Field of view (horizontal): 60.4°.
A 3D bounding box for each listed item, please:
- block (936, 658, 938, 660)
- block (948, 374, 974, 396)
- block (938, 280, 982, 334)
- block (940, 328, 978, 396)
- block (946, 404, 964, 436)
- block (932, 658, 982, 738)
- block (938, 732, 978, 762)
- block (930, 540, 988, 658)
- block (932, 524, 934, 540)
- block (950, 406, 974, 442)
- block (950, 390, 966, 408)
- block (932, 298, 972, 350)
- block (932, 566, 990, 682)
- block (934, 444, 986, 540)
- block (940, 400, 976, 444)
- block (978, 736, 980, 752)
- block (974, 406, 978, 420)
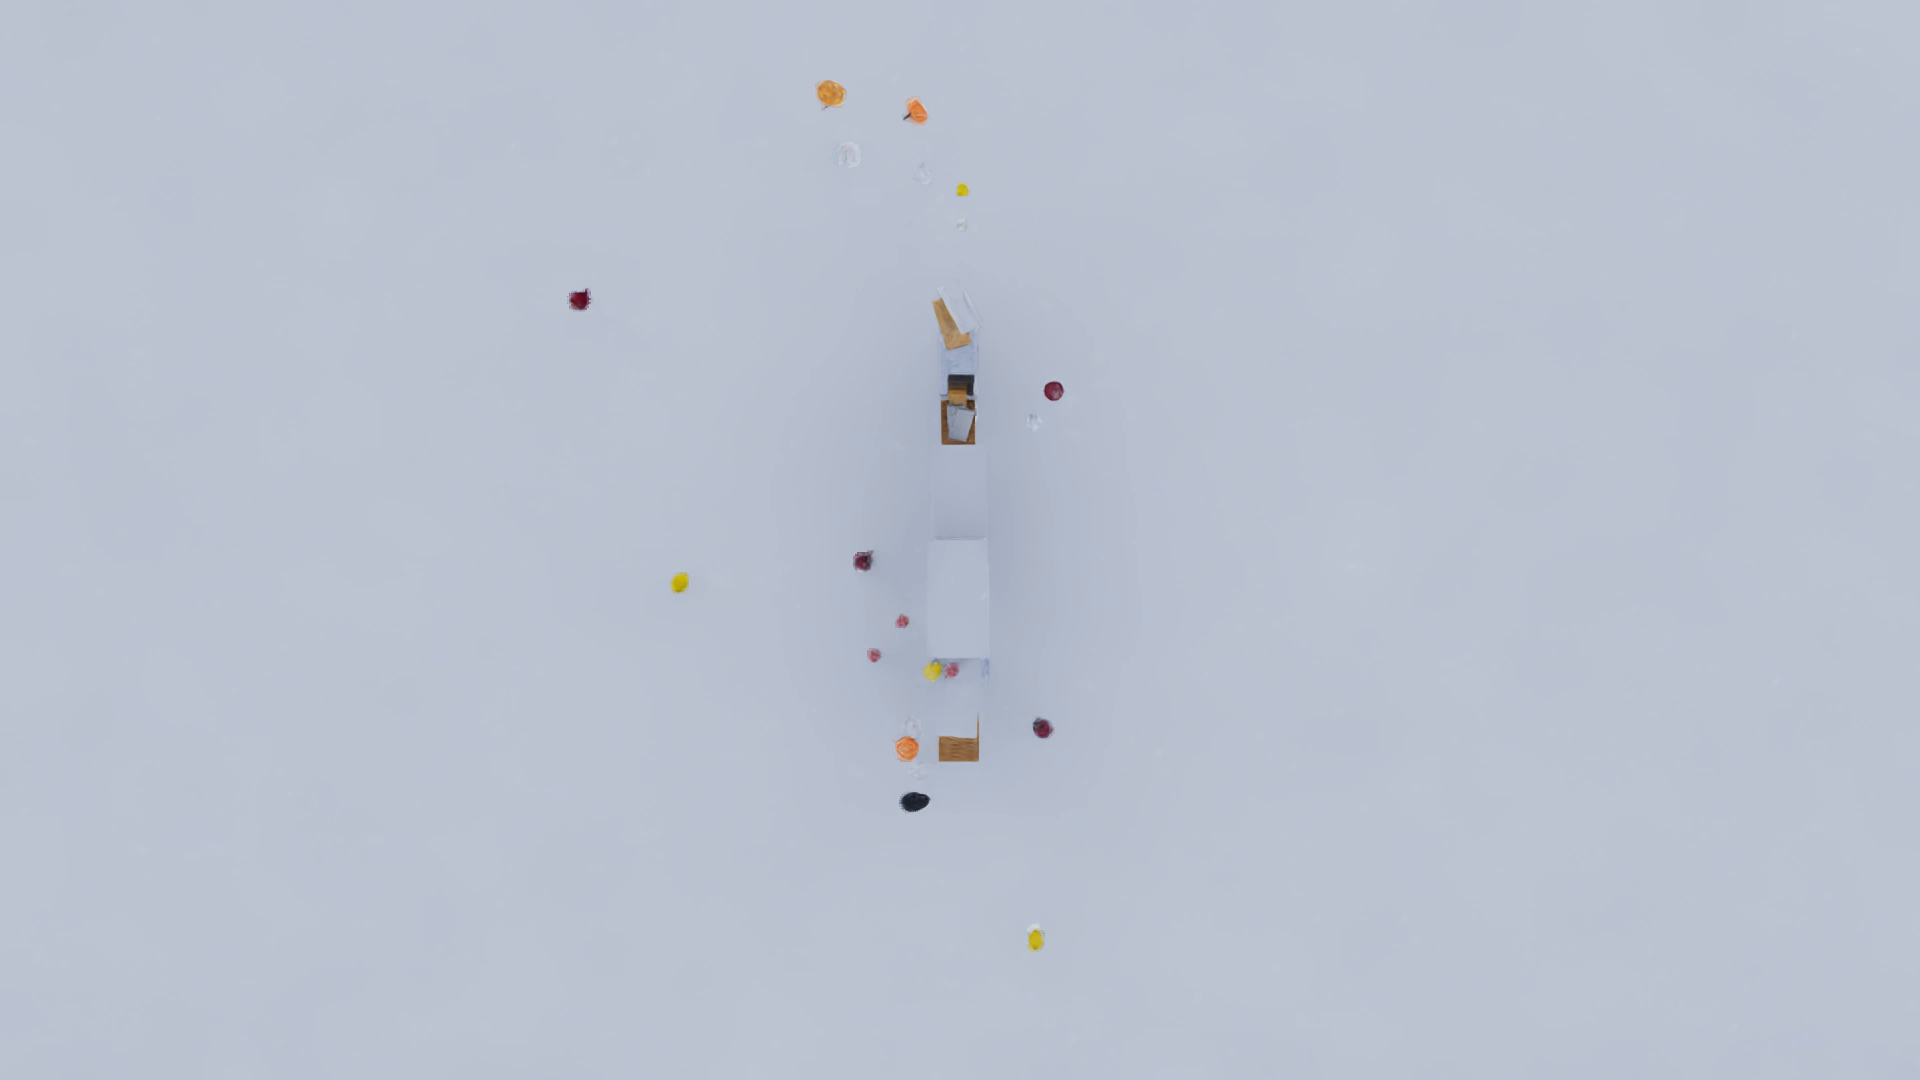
[{"bbox_3d":[-0.004,0.370,4.964,0.129,0.258,0.037,0,83,0],"label":"block"},{"bbox_3d":[0.003,-0.482,5.142,0.081,0.161,0.023,1,80,0],"label":"block"},{"bbox_3d":[0.000,-0.729,5.155,0.081,0.023,0.161,-30,94,-41],"label":"block"},{"bbox_3d":[-0.004,-0.580,5.241,0.121,0.034,0.242,0,90,0],"label":"block"},{"bbox_3d":[-0.012,-0.379,5.216,0.054,0.015,0.109,-3,124,0],"label":"block"},{"bbox_3d":[-0.008,0.444,4.816,0.129,0.037,0.258,4,90,0],"label":"block"},{"bbox_3d":[-0.005,0.571,5.224,0.129,0.036,0.257,0,90,0],"label":"block"},{"bbox_3d":[-0.003,0.168,4.733,0.169,0.048,0.338,0,90,0],"label":"block"},{"bbox_3d":[-0.004,-0.035,5.125,0.158,0.365,0.045,0,97,0],"label":"block"},{"bbox_3d":[0.006,-0.365,5.207,0.054,0.015,0.109,11,123,-10],"label":"block"},{"bbox_3d":[-0.007,-0.435,5.200,0.054,0.109,0.015,1,60,0],"label":"block"},{"bbox_3d":[-0.027,-0.686,5.211,0.081,0.023,0.161,-18,87,-1],"label":"block"},{"bbox_3d":[0.002,0.261,5.119,0.178,0.050,0.356,0,90,0],"label":"block"},{"bbox_3d":[0.000,-0.125,4.917,0.158,0.045,0.316,0,91,0],"label":"block"},{"bbox_3d":[-0.005,-0.337,5.268,0.108,0.030,0.215,-2,91,0],"label":"block"},{"bbox_3d":[-0.003,0.655,5.371,0.129,0.257,0.036,2,89,0],"label":"block"},{"bbox_3d":[0.004,-0.417,5.392,0.108,0.215,0.030,0,90,0],"label":"block"}]
